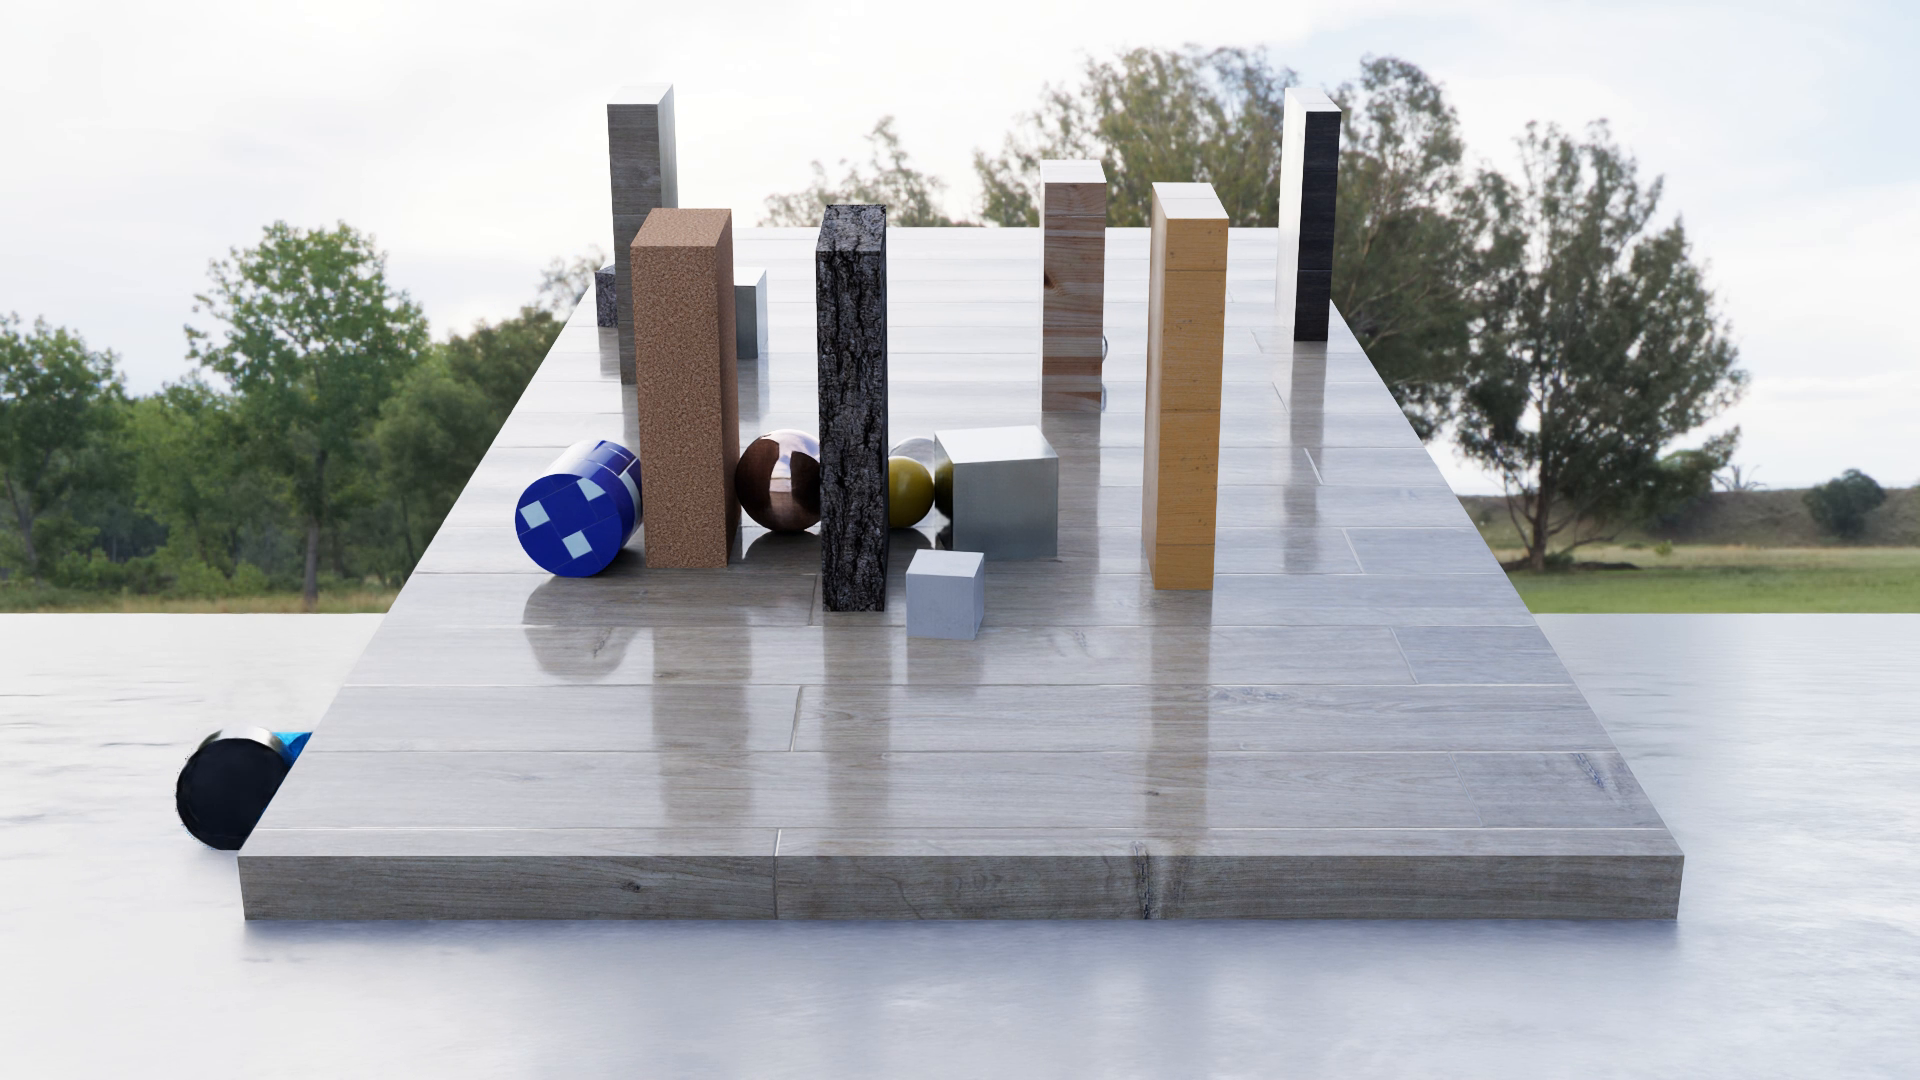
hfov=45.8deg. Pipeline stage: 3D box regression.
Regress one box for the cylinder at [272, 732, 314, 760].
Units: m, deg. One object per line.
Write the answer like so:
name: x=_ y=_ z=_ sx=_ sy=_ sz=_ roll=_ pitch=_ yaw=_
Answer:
cylinder: x=-1.342 y=0.469 z=4.402 sx=0.195 sy=0.195 sz=0.195 roll=-1 pitch=-2 yaw=23

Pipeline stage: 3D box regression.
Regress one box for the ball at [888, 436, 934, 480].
ball: x=-0.081 y=-0.137 z=4.492 sx=0.137 sy=0.137 sz=0.137 roll=0 pitch=-2 yaw=0

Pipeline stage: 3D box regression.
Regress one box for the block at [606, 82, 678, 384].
block: x=-0.734 y=-0.723 z=5.333 sx=0.114 sy=0.652 sz=0.314 roll=0 pitch=20 yaw=0

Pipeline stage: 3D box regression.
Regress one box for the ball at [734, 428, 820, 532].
ball: x=-0.330 y=-0.113 z=4.335 sx=0.199 sy=0.199 sz=0.199 roll=0 pitch=-2 yaw=0

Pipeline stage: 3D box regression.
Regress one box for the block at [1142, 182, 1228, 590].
block: x=0.402 y=-0.280 z=4.103 sx=0.105 sy=0.676 sz=0.301 roll=0 pitch=20 yaw=0

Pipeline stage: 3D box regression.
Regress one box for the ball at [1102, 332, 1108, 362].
ball: x=0.289 y=-0.459 z=5.382 sx=0.126 sy=0.126 sz=0.126 roll=0 pitch=-2 yaw=0

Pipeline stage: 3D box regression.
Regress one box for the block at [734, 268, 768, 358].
block: x=-0.576 y=-0.559 z=5.568 sx=0.182 sy=0.182 sz=0.182 roll=1 pitch=20 yaw=3

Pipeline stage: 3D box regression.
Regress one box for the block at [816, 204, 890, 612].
block: x=-0.187 y=-0.241 z=4.041 sx=0.108 sy=0.643 sz=0.372 roll=0 pitch=20 yaw=0

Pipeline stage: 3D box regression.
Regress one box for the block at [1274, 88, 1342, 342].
block: x=0.875 y=-0.826 z=5.734 sx=0.086 sy=0.573 sz=0.352 roll=0 pitch=20 yaw=0

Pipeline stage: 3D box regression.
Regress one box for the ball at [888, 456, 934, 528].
ball: x=-0.117 y=-0.092 z=4.366 sx=0.140 sy=0.140 sz=0.140 roll=0 pitch=-2 yaw=0

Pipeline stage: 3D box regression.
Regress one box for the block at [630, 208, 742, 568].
block: x=-0.504 y=-0.287 z=4.224 sx=0.149 sy=0.602 sz=0.319 roll=0 pitch=20 yaw=0

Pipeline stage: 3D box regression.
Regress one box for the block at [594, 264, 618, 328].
block: x=-0.834 y=-0.625 z=5.807 sx=0.141 sy=0.141 sz=0.141 roll=8 pitch=22 yaw=20

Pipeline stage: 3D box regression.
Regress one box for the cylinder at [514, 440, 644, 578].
cylinder: x=-0.692 y=-0.060 z=4.188 sx=0.201 sy=0.201 sz=0.201 roll=0 pitch=20 yaw=9

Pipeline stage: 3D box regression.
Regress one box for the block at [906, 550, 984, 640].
block: x=-0.025 y=0.094 z=3.896 sx=0.116 sy=0.116 sz=0.116 roll=3 pitch=20 yaw=8

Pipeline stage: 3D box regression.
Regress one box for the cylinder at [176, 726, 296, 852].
cylinder: x=-1.317 y=0.450 z=4.146 sx=0.204 sy=0.204 sz=0.204 roll=0 pitch=2 yaw=-14

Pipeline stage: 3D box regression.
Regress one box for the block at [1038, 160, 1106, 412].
block: x=0.250 y=-0.577 z=5.135 sx=0.134 sy=0.519 sz=0.257 roll=0 pitch=20 yaw=0

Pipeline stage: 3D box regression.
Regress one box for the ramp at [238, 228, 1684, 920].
ramp: x=-0.005 y=-0.209 z=5.029 sx=2.000 sy=0.100 sz=4.000 roll=0 pitch=20 yaw=0

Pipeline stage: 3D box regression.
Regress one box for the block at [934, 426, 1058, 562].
block: x=0.066 y=-0.087 z=4.269 sx=0.197 sy=0.197 sz=0.197 roll=-4 pitch=21 yaw=-10
